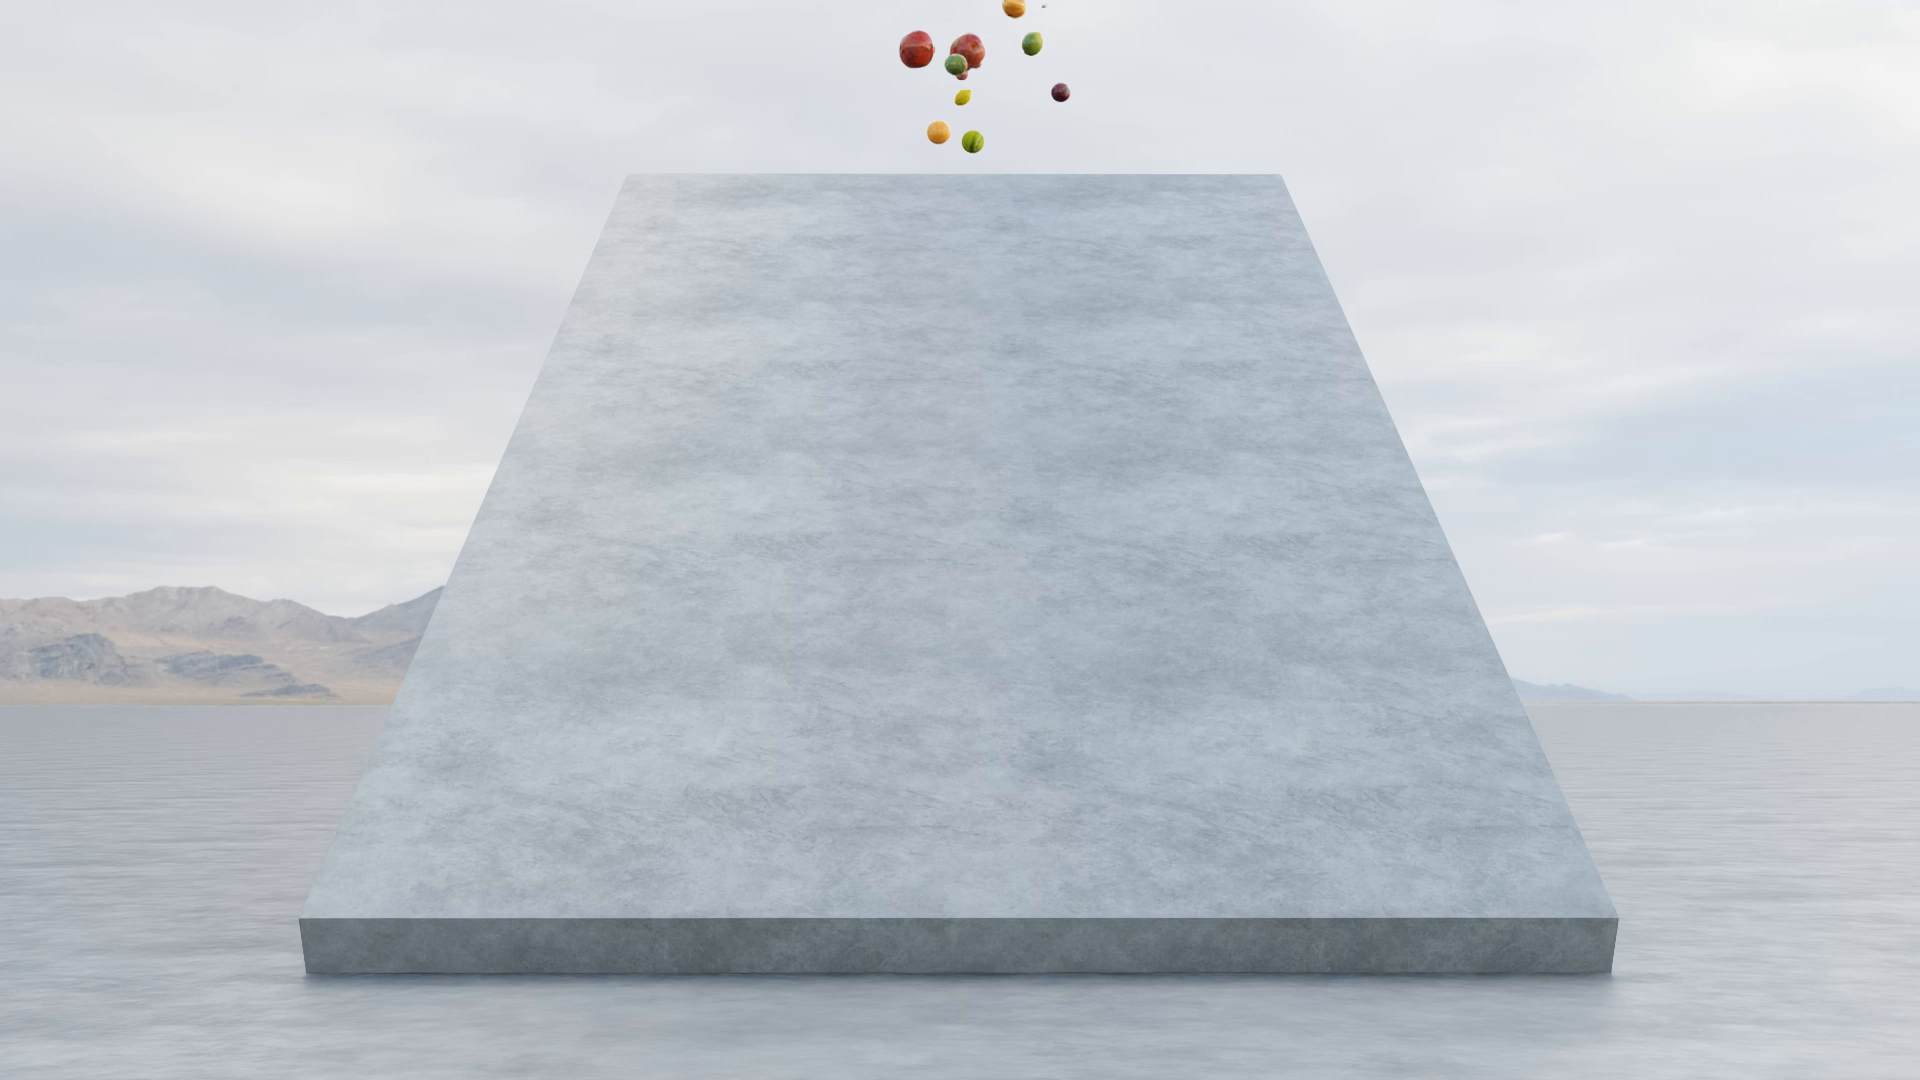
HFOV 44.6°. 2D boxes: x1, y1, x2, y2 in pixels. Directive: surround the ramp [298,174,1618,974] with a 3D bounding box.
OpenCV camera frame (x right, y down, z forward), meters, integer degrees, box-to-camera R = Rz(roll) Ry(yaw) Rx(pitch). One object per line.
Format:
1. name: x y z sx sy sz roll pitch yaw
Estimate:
1. ramp: -0.009 -0.229 5.380 2.000 0.100 4.000 0 25 0
